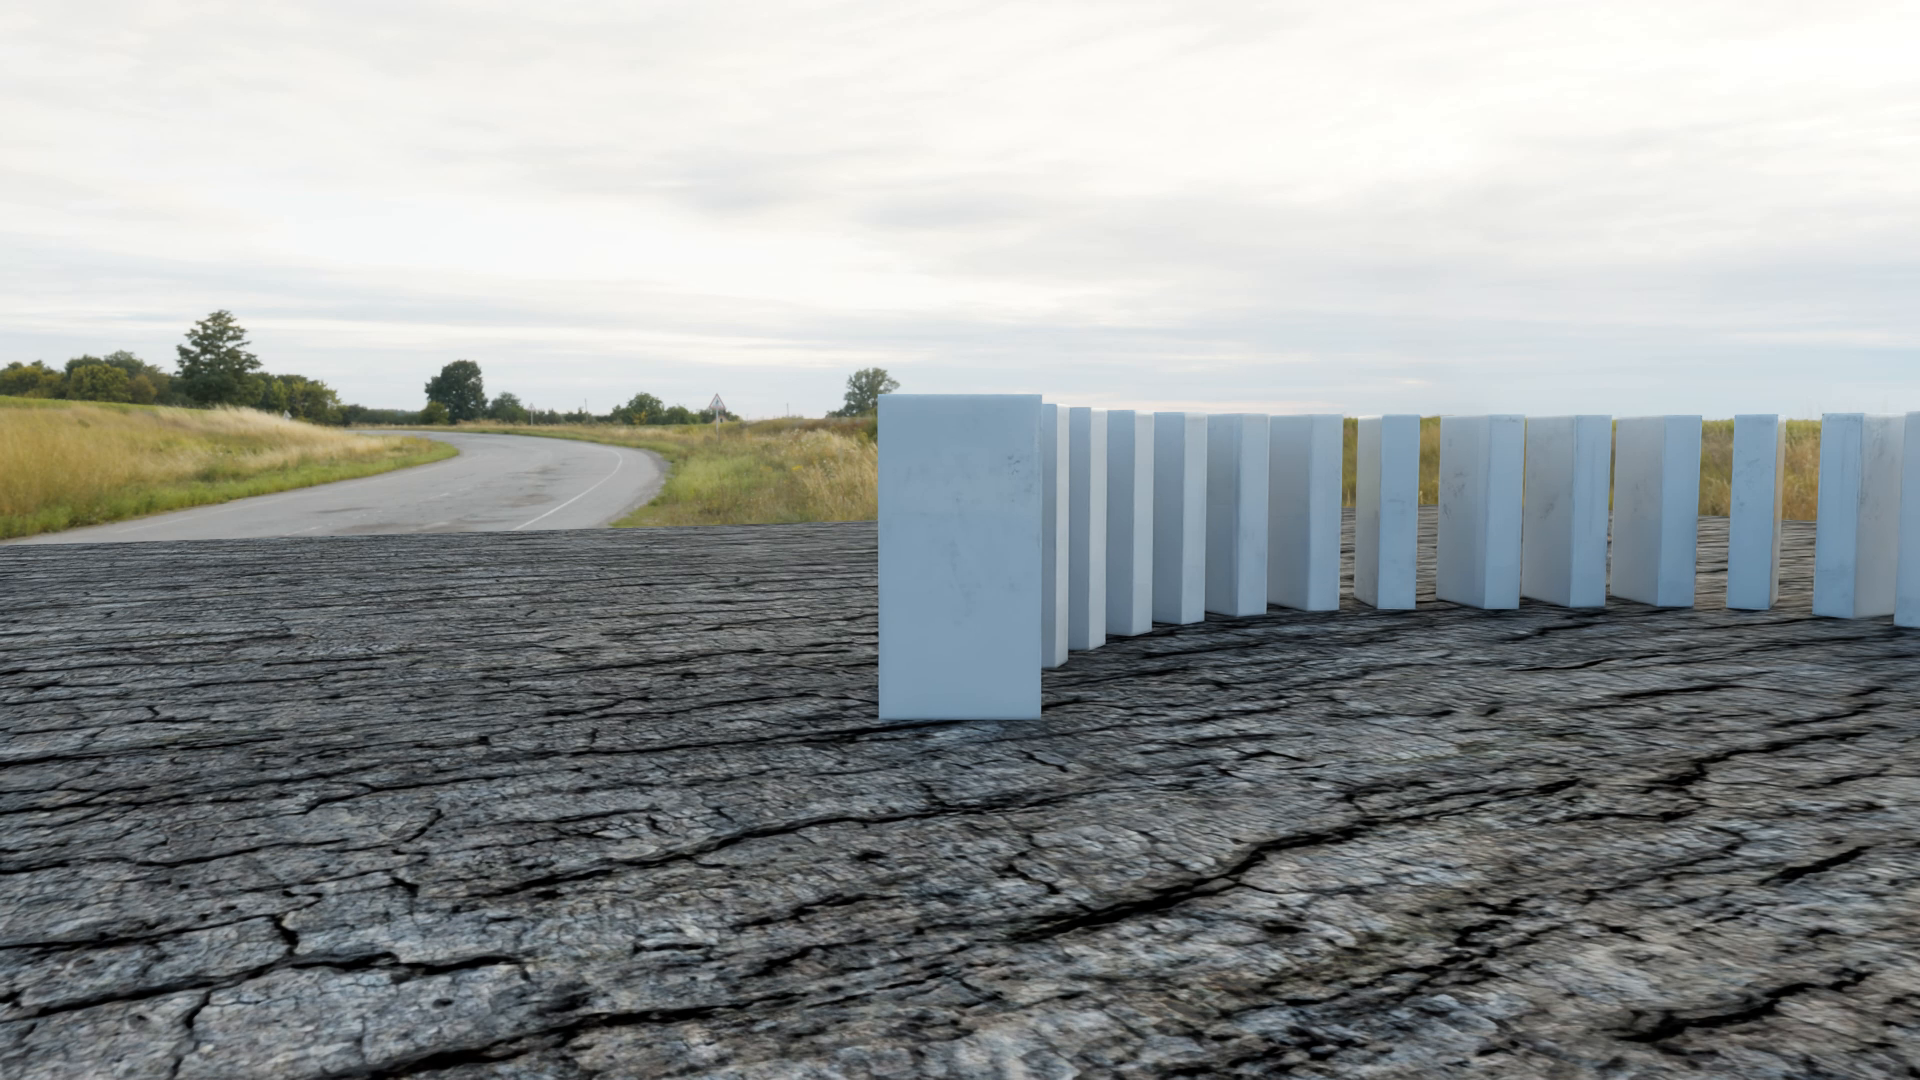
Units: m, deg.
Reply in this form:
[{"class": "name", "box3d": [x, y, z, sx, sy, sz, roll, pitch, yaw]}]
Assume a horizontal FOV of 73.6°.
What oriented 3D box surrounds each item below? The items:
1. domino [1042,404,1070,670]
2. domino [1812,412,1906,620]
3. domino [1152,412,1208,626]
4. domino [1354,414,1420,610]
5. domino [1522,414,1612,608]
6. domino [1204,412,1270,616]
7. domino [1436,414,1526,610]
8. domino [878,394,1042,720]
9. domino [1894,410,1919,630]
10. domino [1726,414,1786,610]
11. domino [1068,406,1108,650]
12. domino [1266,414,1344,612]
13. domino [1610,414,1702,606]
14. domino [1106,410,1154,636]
[{"class": "domino", "box3d": [0.008, -0.001, 0.249, 0.025, 0.050, 0.010, 1, 5, 19]}, {"class": "domino", "box3d": [0.226, -0.006, 0.320, 0.025, 0.050, 0.009, -2, 5, -27]}, {"class": "domino", "box3d": [0.047, -0.006, 0.312, 0.025, 0.050, 0.010, 4, 6, 45]}, {"class": "domino", "box3d": [0.113, -0.008, 0.341, 0.009, 0.050, 0.025, 0, 4, 3]}, {"class": "domino", "box3d": [0.162, -0.008, 0.344, 0.010, 0.050, 0.025, 0, 4, -4]}, {"class": "domino", "box3d": [0.066, -0.007, 0.327, 0.010, 0.050, 0.025, -3, 5, -30]}, {"class": "domino", "box3d": [0.138, -0.008, 0.341, 0.010, 0.050, 0.025, -1, 4, -8]}, {"class": "domino", "box3d": [0.000, 0.002, 0.201, 0.025, 0.050, 0.010, 0, 4, 0]}, {"class": "domino", "box3d": [0.232, -0.005, 0.296, 0.025, 0.050, 0.010, 0, 4, -5]}, {"class": "domino", "box3d": [0.210, -0.008, 0.338, 0.009, 0.050, 0.025, 3, 5, 37]}, {"class": "domino", "box3d": [0.018, -0.003, 0.272, 0.025, 0.050, 0.010, 2, 5, 27]}, {"class": "domino", "box3d": [0.089, -0.008, 0.337, 0.010, 0.050, 0.025, -1, 5, -19]}, {"class": "domino", "box3d": [0.187, -0.008, 0.346, 0.010, 0.050, 0.025, 0, 4, 0]}, {"class": "domino", "box3d": [0.031, -0.004, 0.293, 0.025, 0.050, 0.009, 3, 5, 36]}]
